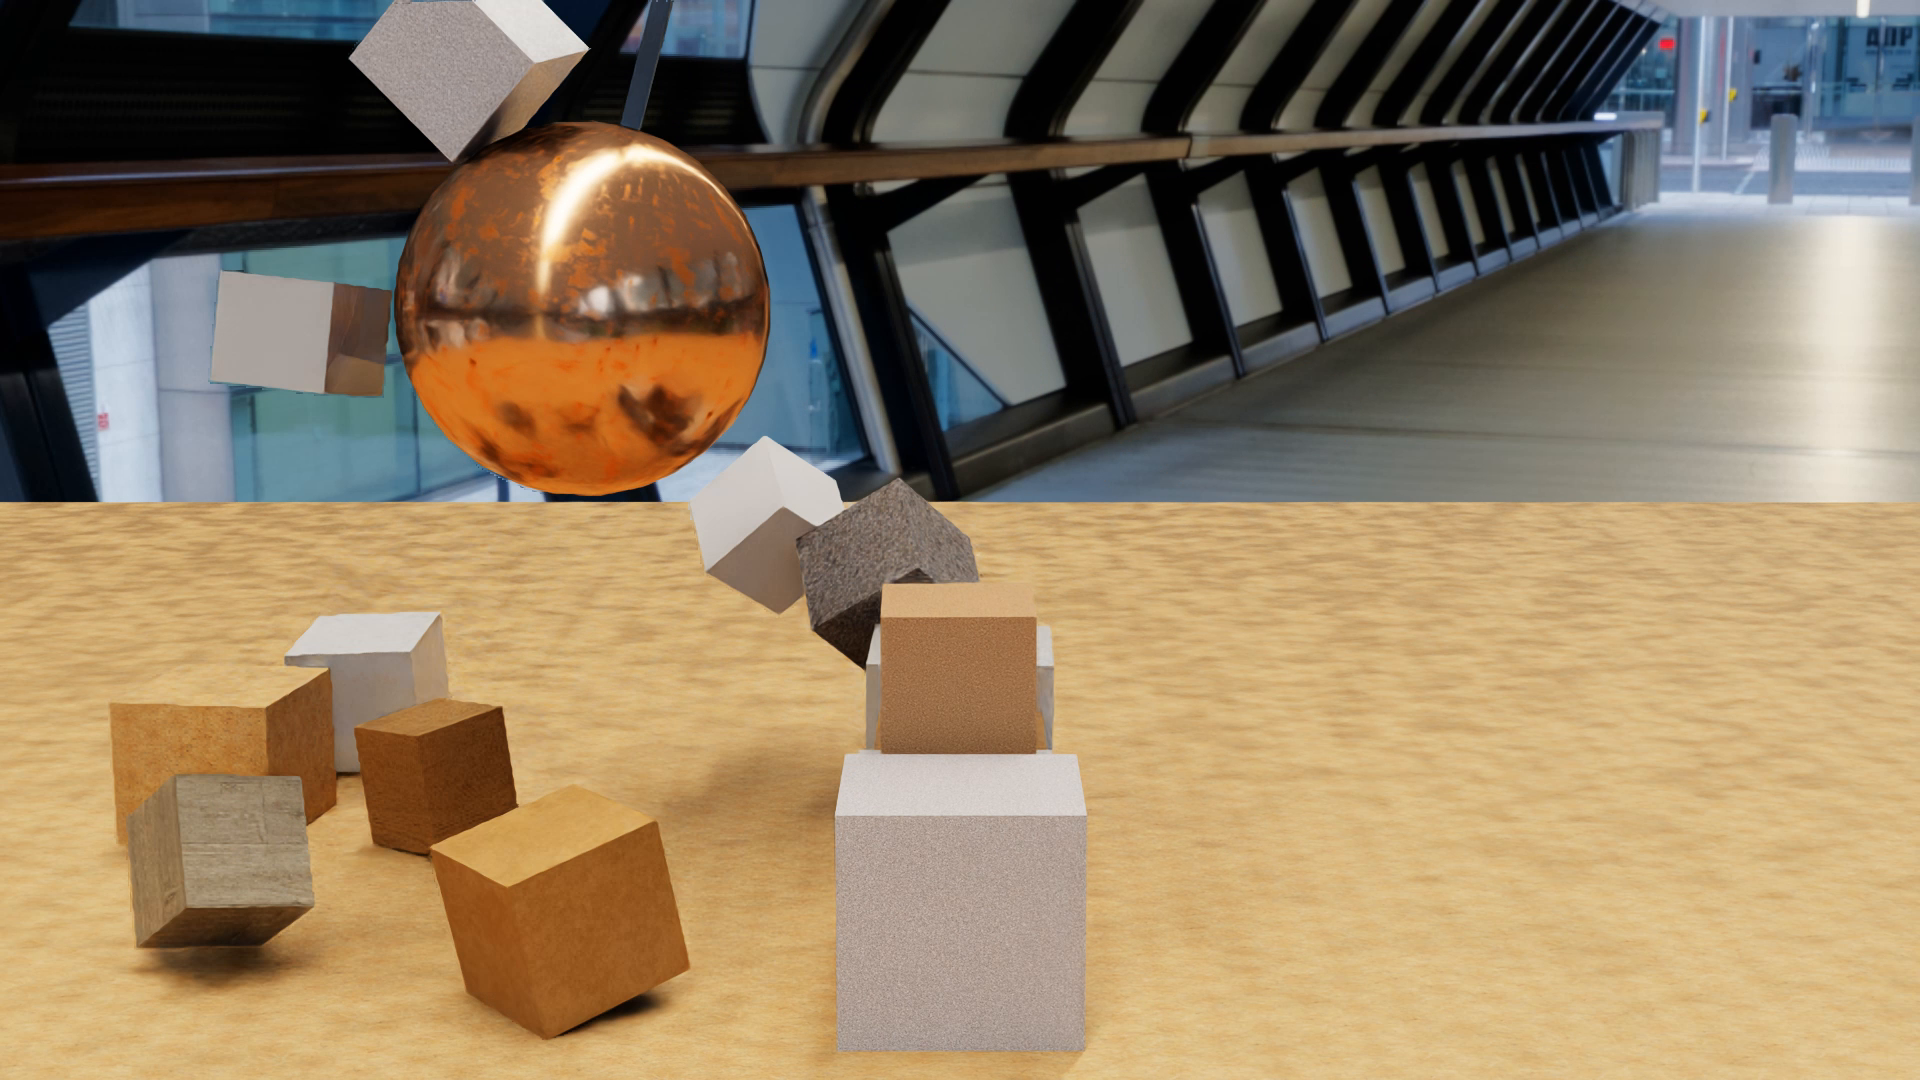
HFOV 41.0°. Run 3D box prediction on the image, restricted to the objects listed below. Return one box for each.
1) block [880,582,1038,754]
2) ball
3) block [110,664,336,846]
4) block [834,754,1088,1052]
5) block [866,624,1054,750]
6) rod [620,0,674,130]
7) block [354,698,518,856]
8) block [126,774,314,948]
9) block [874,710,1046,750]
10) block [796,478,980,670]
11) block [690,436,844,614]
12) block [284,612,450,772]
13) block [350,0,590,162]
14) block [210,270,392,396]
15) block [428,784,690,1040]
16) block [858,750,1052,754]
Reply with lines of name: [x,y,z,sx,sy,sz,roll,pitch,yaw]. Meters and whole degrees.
block: [-0.010,0.580,10.399,0.612,0.692,0.681,0,10,-1]
ball: [-1.609,-0.989,11.001,1.600,1.600,1.600,0,10,0]
block: [-3.457,1.013,12.095,0.744,0.679,0.798,1,10,8]
block: [0.004,1.348,9.668,0.902,0.889,0.839,0,10,0]
block: [0.003,0.928,11.882,0.834,0.915,0.858,1,10,1]
rod: [-0.697,-4.211,10.415,0.080,5.200,0.080,15,10,-3]
block: [-2.407,1.084,11.817,0.467,0.564,0.492,3,15,41]
block: [-2.949,1.280,10.214,0.519,0.541,0.525,6,-27,-38]
block: [0.002,1.173,11.125,0.724,0.711,0.705,0,10,0]
block: [-0.329,0.212,12.537,0.629,0.585,0.623,-31,-44,19]
block: [-0.944,-0.072,12.902,0.524,0.546,0.525,33,27,-39]
block: [-3.038,0.780,13.226,0.641,0.633,0.664,-2,16,2]
block: [-2.075,-2.064,10.884,0.612,0.580,0.571,45,22,-1]
block: [-2.861,-0.894,11.173,0.531,0.471,0.556,7,4,13]
block: [-1.520,1.399,9.759,0.643,0.630,0.627,-23,21,-33]
block: [-0.020,1.292,10.437,0.801,0.723,0.674,0,10,0]
